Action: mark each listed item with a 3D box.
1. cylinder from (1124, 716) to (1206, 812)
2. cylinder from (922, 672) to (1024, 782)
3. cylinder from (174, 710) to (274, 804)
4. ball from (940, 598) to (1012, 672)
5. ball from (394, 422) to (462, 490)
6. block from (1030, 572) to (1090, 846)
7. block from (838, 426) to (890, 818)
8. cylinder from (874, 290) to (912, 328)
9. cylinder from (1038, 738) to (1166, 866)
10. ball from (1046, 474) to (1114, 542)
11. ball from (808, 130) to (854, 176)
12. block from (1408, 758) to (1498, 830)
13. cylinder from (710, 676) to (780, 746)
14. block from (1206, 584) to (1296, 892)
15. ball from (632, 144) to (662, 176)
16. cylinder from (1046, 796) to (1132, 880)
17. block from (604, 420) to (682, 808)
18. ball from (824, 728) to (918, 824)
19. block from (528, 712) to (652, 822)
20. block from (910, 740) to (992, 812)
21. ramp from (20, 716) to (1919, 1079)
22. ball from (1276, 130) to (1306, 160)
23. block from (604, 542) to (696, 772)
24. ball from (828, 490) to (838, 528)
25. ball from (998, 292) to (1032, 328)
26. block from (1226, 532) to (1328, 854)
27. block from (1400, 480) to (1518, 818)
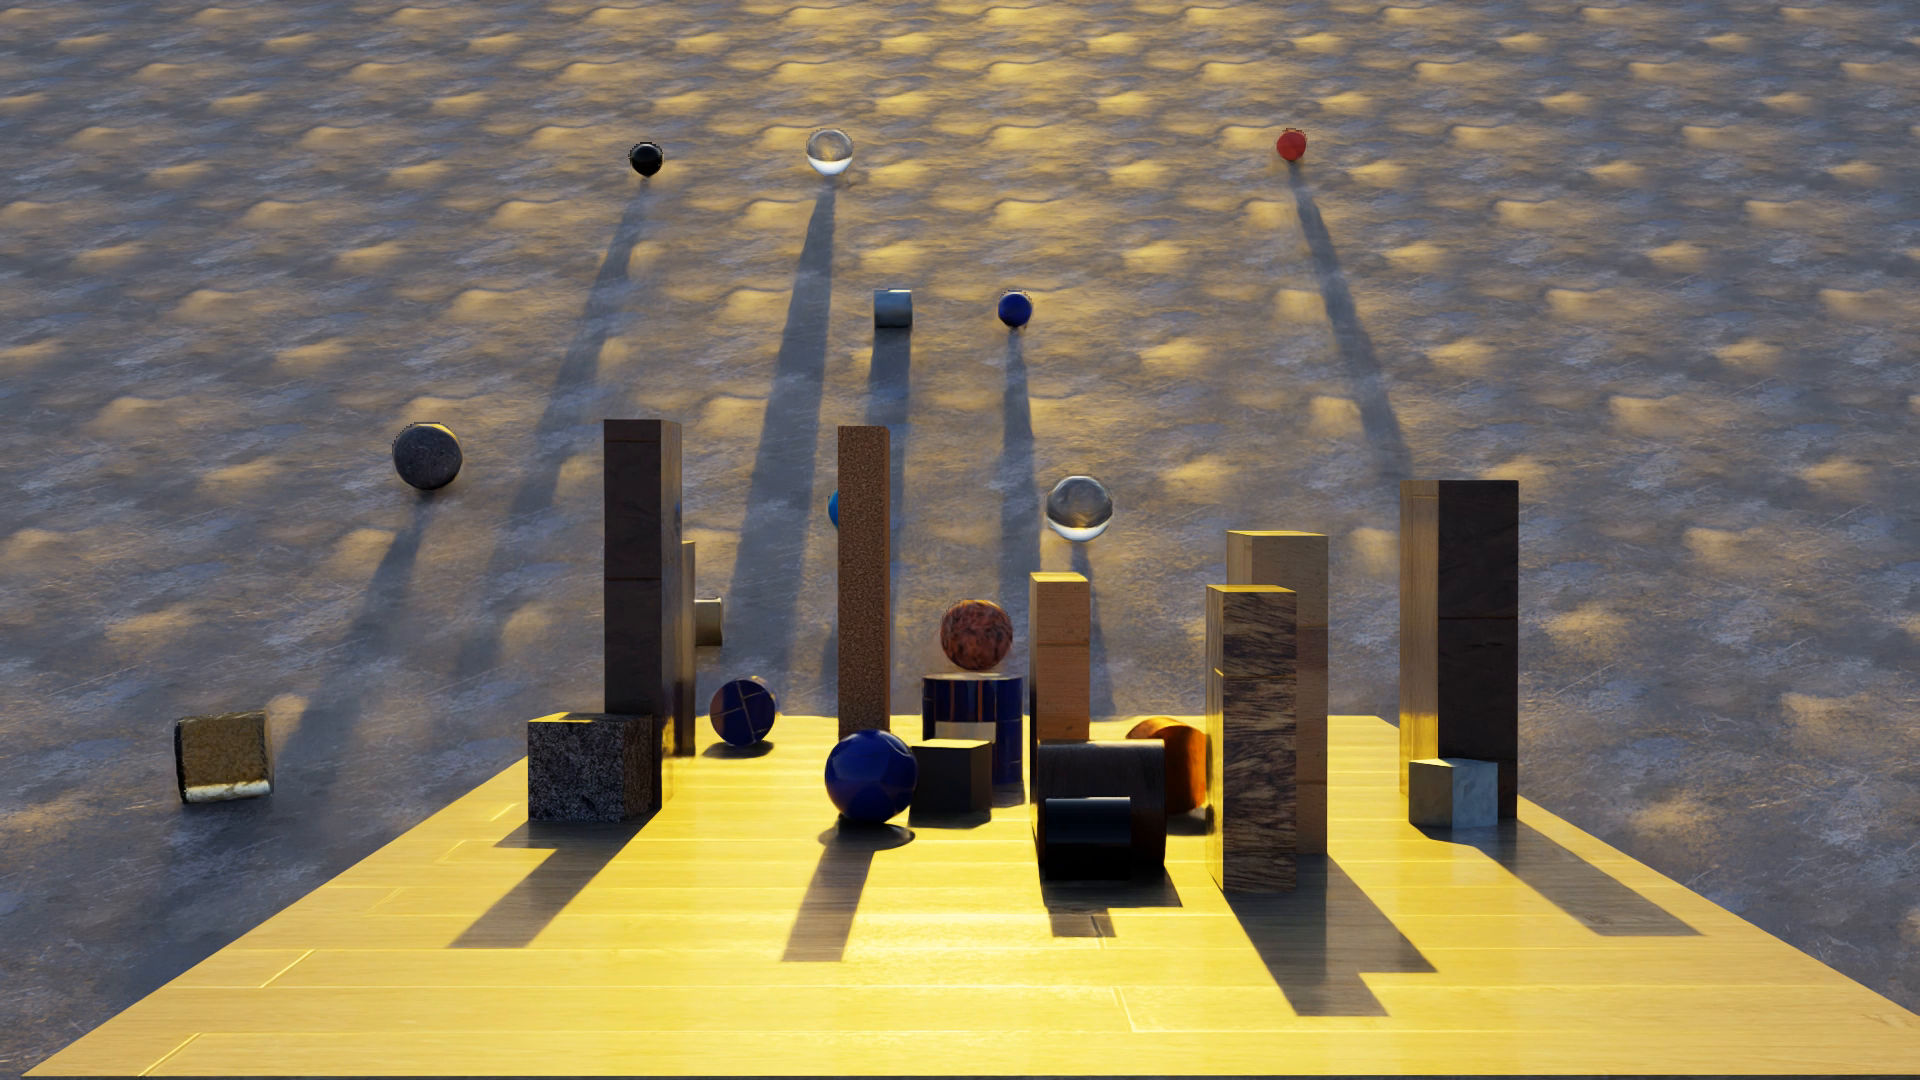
[{"bbox_3d":[0.382,0.409,4.715,0.158,0.158,0.158,-4,2,-7],"label":"cylinder"},{"bbox_3d":[0.025,0.376,5.190,0.204,0.204,0.204,0,1,0],"label":"cylinder"},{"bbox_3d":[-1.813,0.536,6.366,0.210,0.210,0.210,-5,27,-10],"label":"cylinder"},{"bbox_3d":[0.044,0.256,6.948,0.195,0.195,0.195,0,26,0],"label":"ball"},{"bbox_3d":[-1.642,-0.258,7.966,0.207,0.207,0.207,0,26,0],"label":"ball"},{"bbox_3d":[0.168,0.279,4.424,0.087,0.432,0.424,0,1,0],"label":"block"},{"bbox_3d":[-0.175,0.141,4.753,0.082,0.693,0.385,0,1,0],"label":"block"},{"bbox_3d":[-0.240,-0.822,9.185,0.130,0.130,0.130,-2,27,-3],"label":"cylinder"},{"bbox_3d":[0.218,0.406,4.005,0.195,0.195,0.195,0,26,2],"label":"cylinder"},{"bbox_3d":[0.353,-0.093,7.642,0.200,0.200,0.200,0,26,0],"label":"ball"},{"bbox_3d":[-0.538,-1.606,10.694,0.191,0.191,0.191,0,26,0],"label":"ball"},{"bbox_3d":[0.856,0.439,4.481,0.107,0.107,0.107,-1,1,-34],"label":"block"},{"bbox_3d":[-0.491,0.389,5.900,0.149,0.149,0.149,0,1,0],"label":"cylinder"},{"bbox_3d":[0.432,0.289,3.850,0.106,0.435,0.258,0,1,0],"label":"block"},{"bbox_3d":[-1.299,-1.576,10.703,0.130,0.130,0.130,0,26,0],"label":"ball"},{"bbox_3d":[0.190,0.444,3.851,0.125,0.125,0.125,0,26,1],"label":"cylinder"},{"bbox_3d":[-0.594,0.131,4.866,0.103,0.708,0.353,0,1,0],"label":"block"},{"bbox_3d":[-0.154,0.411,4.484,0.166,0.166,0.166,0,26,0],"label":"ball"},{"bbox_3d":[-0.659,0.404,4.609,0.174,0.174,0.174,0,1,10],"label":"block"},{"bbox_3d":[-0.017,0.430,4.708,0.117,0.117,0.117,0,1,19],"label":"block"},{"bbox_3d":[0.060,0.541,4.577,2.000,0.100,4.000,0,1,0],"label":"ramp"},{"bbox_3d":[1.399,-1.665,10.889,0.124,0.124,0.124,0,26,0],"label":"ball"},{"bbox_3d":[-0.638,0.241,5.337,0.140,0.468,0.411,0,1,0],"label":"block"},{"bbox_3d":[-0.321,-0.091,7.703,0.144,0.144,0.144,0,26,0],"label":"ball"},{"bbox_3d":[0.195,-0.820,9.189,0.125,0.125,0.125,0,26,0],"label":"ball"},{"bbox_3d":[0.526,0.243,4.314,0.122,0.508,0.385,0,1,0],"label":"block"},{"bbox_3d":[0.913,0.189,4.747,0.141,0.597,0.392,0,1,0],"label":"block"}]
